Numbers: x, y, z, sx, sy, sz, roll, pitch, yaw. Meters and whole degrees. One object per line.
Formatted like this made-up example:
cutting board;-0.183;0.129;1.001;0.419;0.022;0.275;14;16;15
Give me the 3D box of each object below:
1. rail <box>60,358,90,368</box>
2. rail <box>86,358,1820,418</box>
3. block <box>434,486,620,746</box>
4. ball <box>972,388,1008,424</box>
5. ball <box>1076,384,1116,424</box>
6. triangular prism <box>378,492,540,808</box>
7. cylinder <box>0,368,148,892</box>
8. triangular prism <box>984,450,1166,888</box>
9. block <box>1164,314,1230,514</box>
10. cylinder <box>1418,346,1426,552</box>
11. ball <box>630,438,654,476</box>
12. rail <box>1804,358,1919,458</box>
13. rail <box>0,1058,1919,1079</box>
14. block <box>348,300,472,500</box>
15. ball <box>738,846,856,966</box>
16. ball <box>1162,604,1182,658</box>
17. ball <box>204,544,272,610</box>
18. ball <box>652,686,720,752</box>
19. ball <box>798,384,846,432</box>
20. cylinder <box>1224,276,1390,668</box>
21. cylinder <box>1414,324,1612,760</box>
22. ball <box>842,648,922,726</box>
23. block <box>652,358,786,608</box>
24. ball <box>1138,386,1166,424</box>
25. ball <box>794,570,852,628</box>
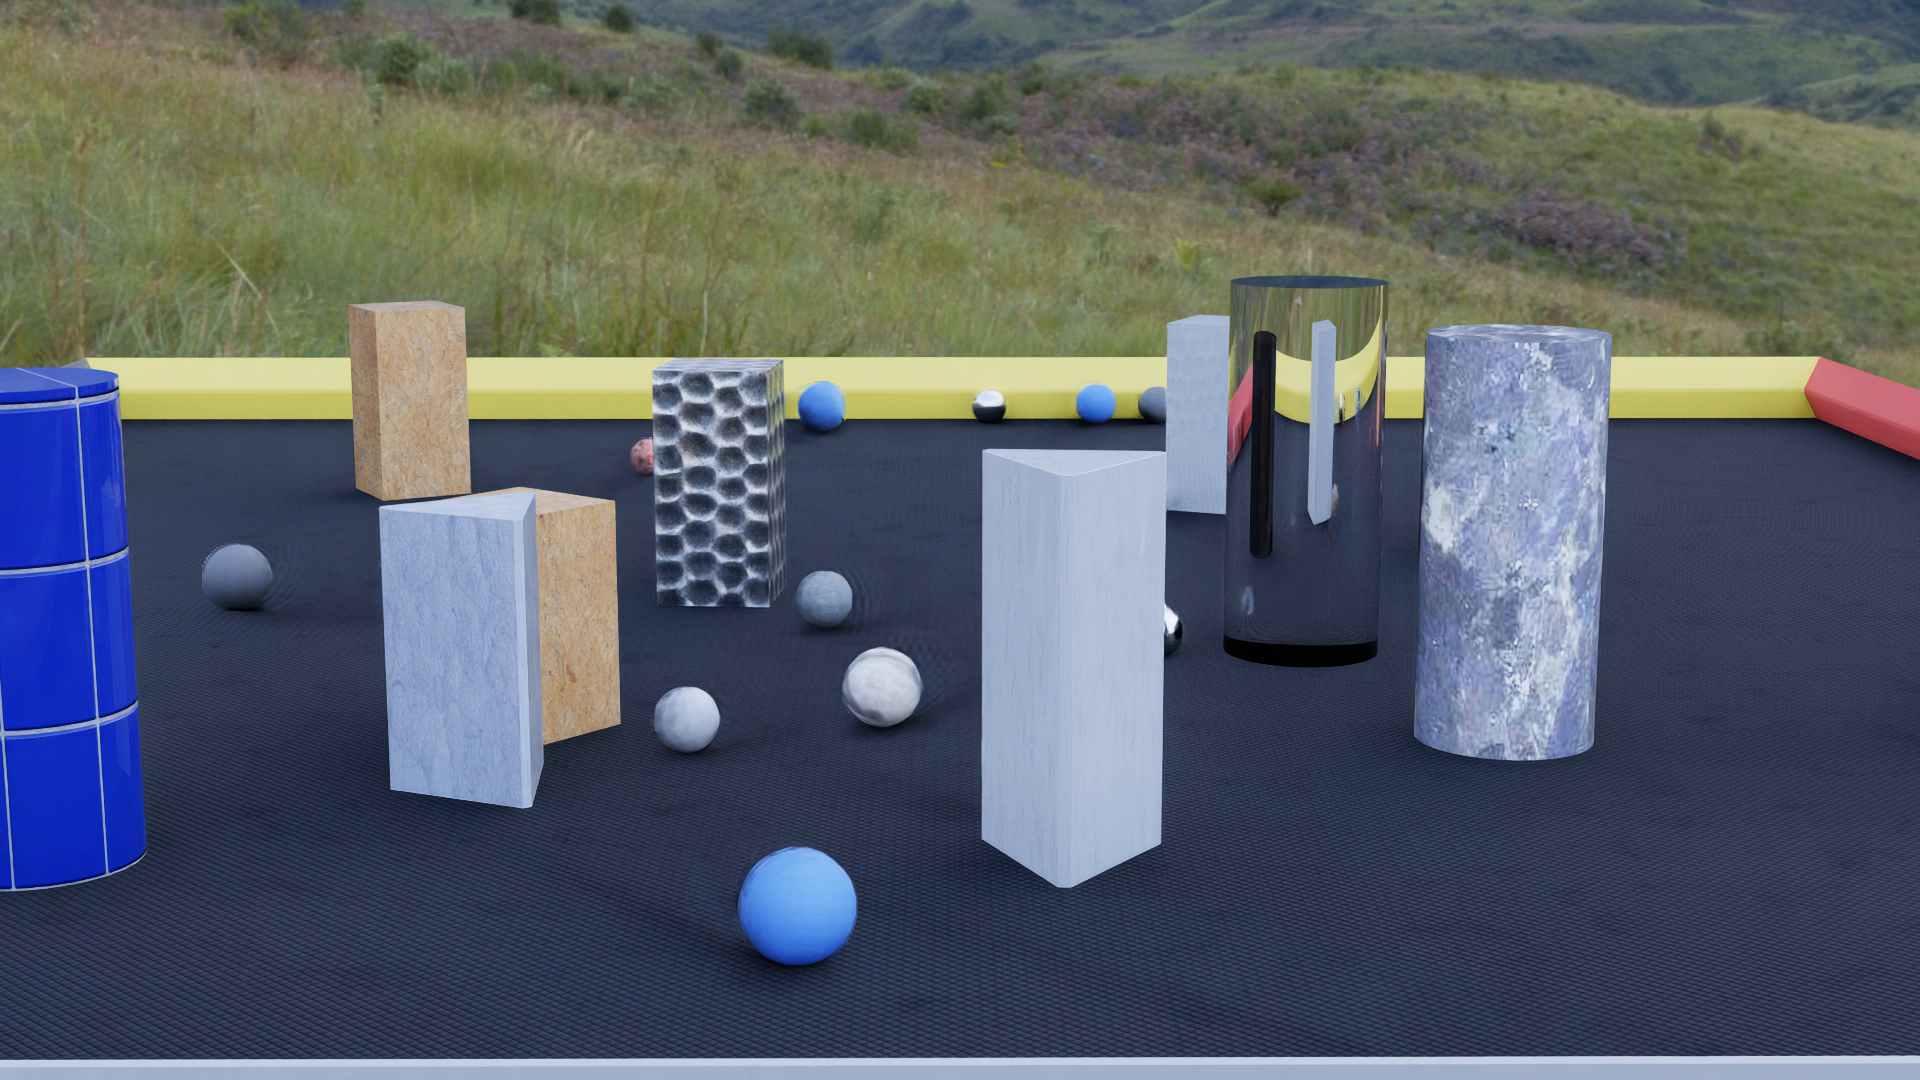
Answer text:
rail;-1.772;0.034;3.439;0.045;0.125;3.806;0;11;0
rail;-0.011;-0.311;5.297;3.591;0.125;0.045;0;11;0
block;-0.488;0.083;2.831;0.154;0.253;0.154;8;13;38
ball;0.061;-0.274;5.255;0.071;0.071;0.071;0;11;0
ball;0.276;-0.278;5.245;0.082;0.082;0.082;0;11;0
triangular prism;-0.474;0.104;2.616;0.167;0.290;0.145;5;12;25
cylinder;-0.855;0.076;2.340;0.193;0.447;0.193;0;11;0
triangular prism;0.082;0.107;2.370;0.145;0.374;0.167;7;13;34
block;0.441;-0.209;4.250;0.154;0.309;0.154;5;12;24
cylinder;0.789;-0.139;3.841;0.193;0.320;0.193;0;11;0
ball;-0.557;-0.148;4.590;0.066;0.066;0.066;0;11;0
rail;1.772;0.030;3.459;0.045;0.125;3.806;0;11;0
rail;0.011;0.376;1.602;3.591;0.125;0.045;0;11;0
block;-0.945;-0.242;4.402;0.154;0.319;0.154;-6;12;-29
ball;-0.133;0.299;2.098;0.096;0.096;0.096;0;11;0
ball;0.239;0.113;3.167;0.072;0.072;0.072;0;11;0
ball;-0.973;0.050;3.458;0.089;0.089;0.089;0;11;0
ball;-0.293;0.192;2.744;0.071;0.071;0.071;0;11;0
ball;-0.276;-0.265;5.135;0.097;0.097;0.097;0;11;0
cylinder;0.428;-0.089;3.186;0.193;0.462;0.193;0;11;0
cylinder;0.595;-0.002;2.770;0.193;0.443;0.193;0;11;0
ball;-0.086;0.163;2.850;0.088;0.088;0.088;0;11;0
block;-0.329;-0.082;3.532;0.154;0.321;0.154;1;11;5
ball;0.403;-0.277;5.250;0.077;0.077;0.077;0;11;0
ball;-0.178;0.077;3.349;0.076;0.076;0.076;0;11;0
